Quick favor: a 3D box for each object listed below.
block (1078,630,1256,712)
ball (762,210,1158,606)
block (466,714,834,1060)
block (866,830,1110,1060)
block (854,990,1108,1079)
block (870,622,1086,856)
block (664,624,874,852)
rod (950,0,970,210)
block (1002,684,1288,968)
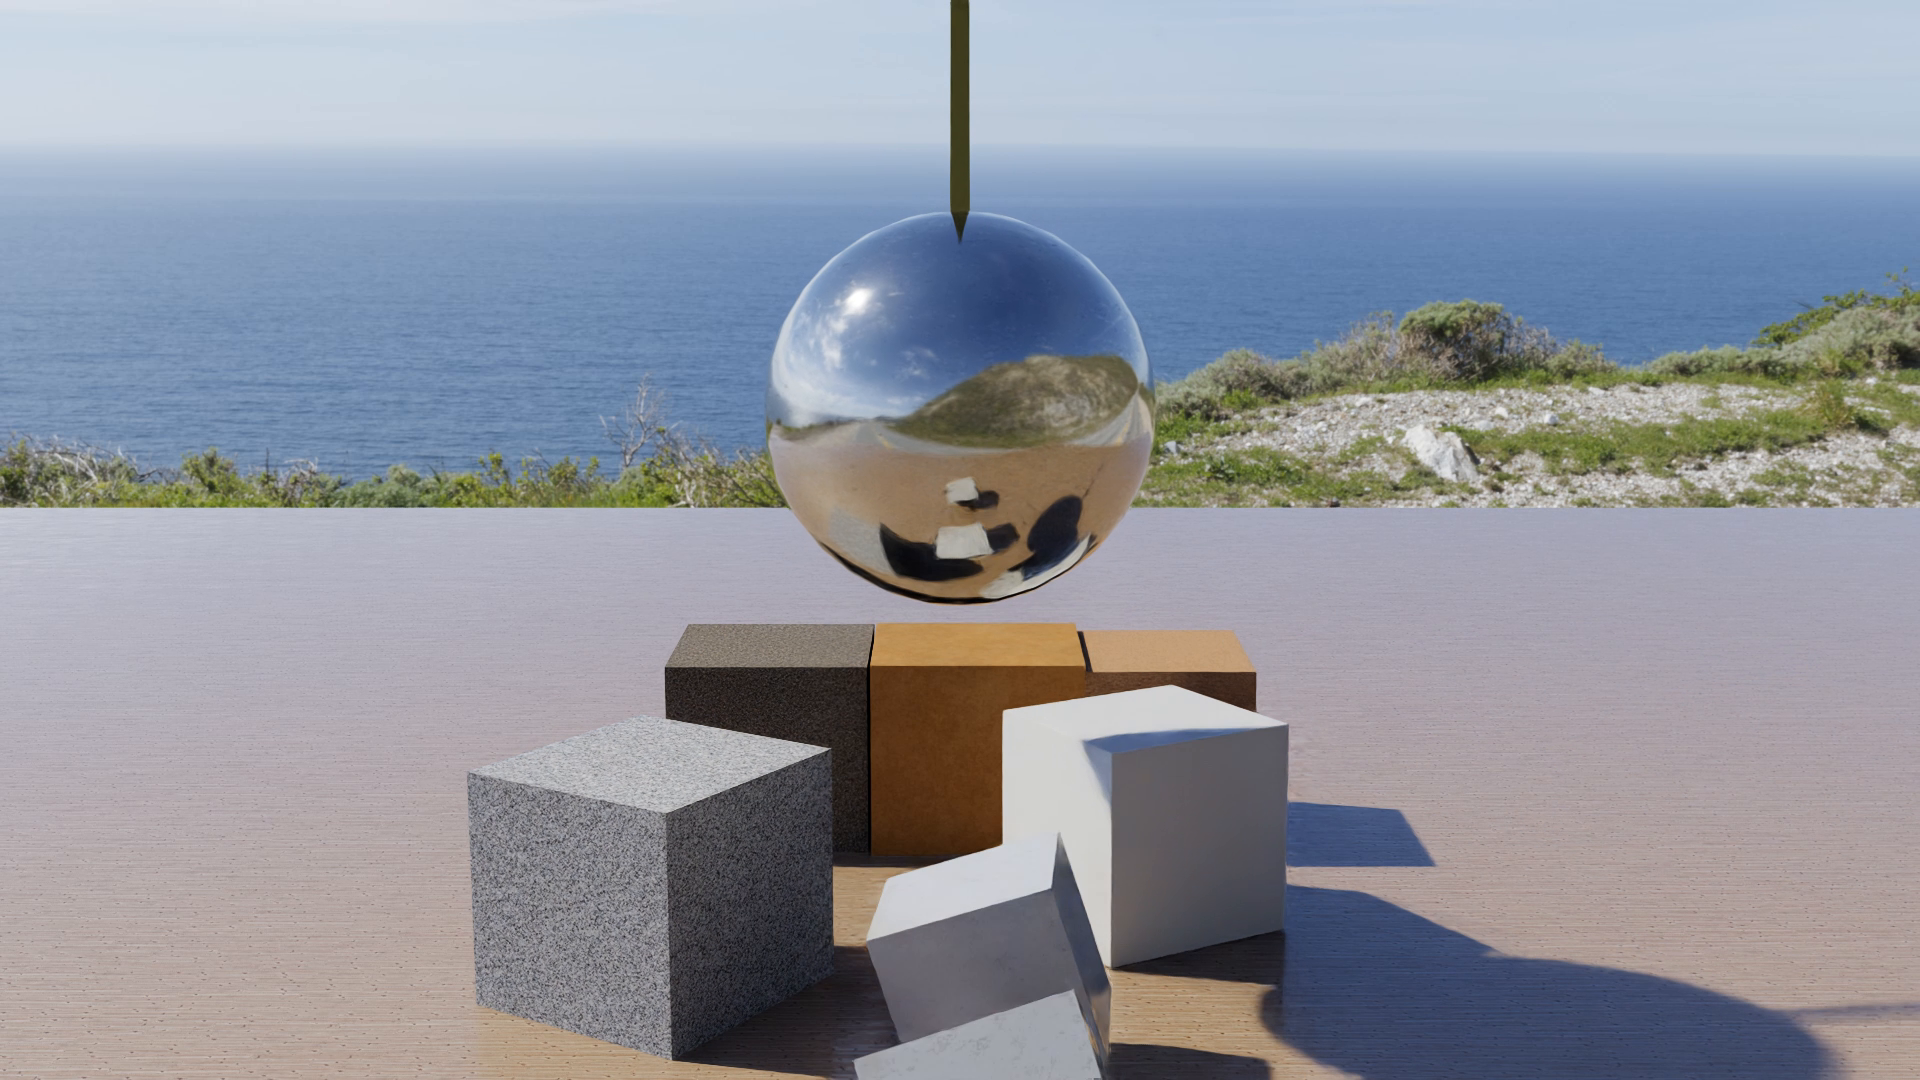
[{"bbox_3d":[1.038,1.021,11.362,0.841,0.926,0.938,0,10,0],"label":"block"},{"bbox_3d":[0.000,-0.533,8.958,1.600,1.600,1.600,0,10,0],"label":"ball"},{"bbox_3d":[-1.264,1.393,9.129,1.039,0.993,1.072,7,12,32],"label":"block"},{"bbox_3d":[0.125,1.607,8.312,0.707,0.677,0.696,-17,8,8],"label":"block"},{"bbox_3d":[0.140,1.817,6.639,0.681,0.619,0.662,-18,-23,1],"label":"block"},{"bbox_3d":[0.087,1.005,11.330,1.055,0.969,0.966,0,10,0],"label":"block"},{"bbox_3d":[-0.956,1.005,11.379,0.995,0.951,0.984,0,10,0],"label":"block"},{"bbox_3d":[0.000,-3.880,9.554,0.080,5.200,0.080,0,-10,0],"label":"rod"},{"bbox_3d":[0.827,1.262,9.945,0.946,0.948,0.878,-6,11,-30],"label":"block"}]
